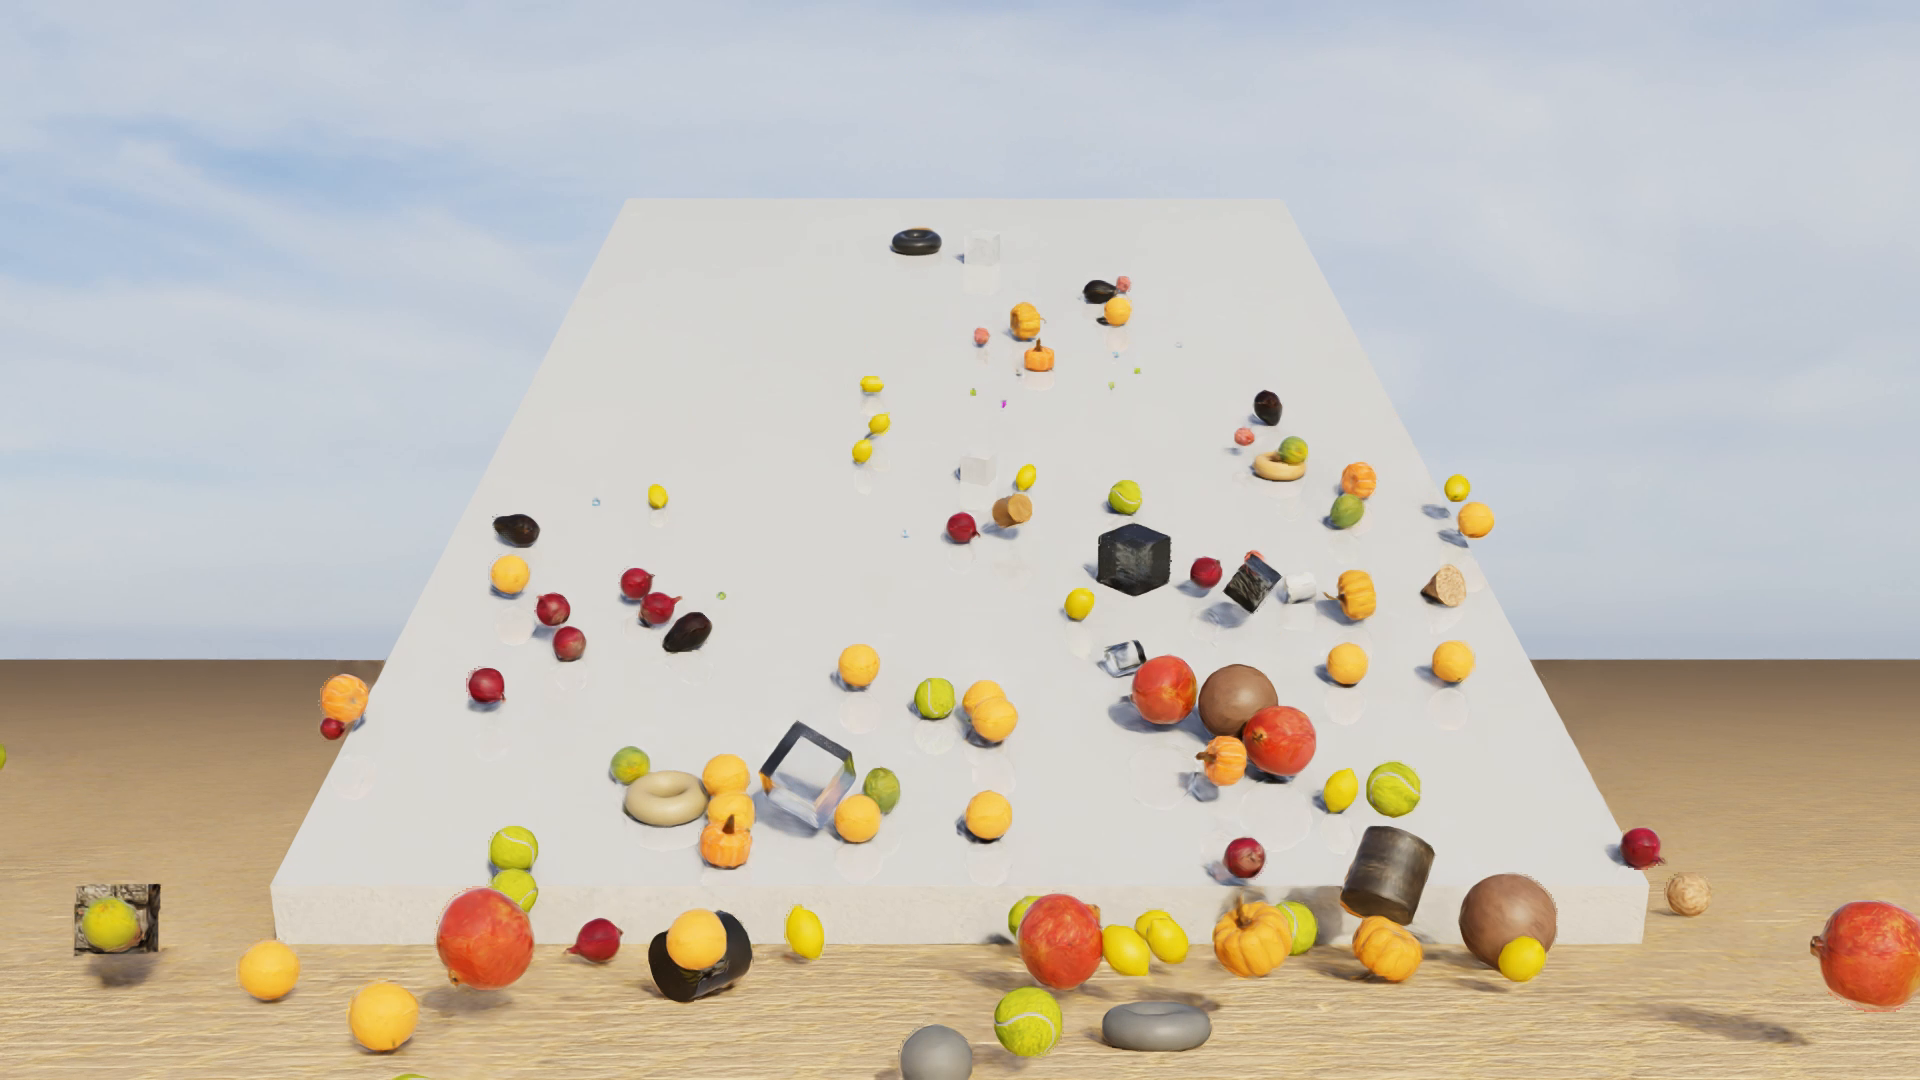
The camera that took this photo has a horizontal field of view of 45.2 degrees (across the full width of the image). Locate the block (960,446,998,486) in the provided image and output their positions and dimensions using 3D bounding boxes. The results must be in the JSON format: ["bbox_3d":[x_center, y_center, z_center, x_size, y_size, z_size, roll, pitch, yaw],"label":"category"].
[{"bbox_3d":[0.040,-0.155,4.837,0.059,0.059,0.059,9,24,21],"label":"block"}]

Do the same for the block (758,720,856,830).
[{"bbox_3d":[-0.225,0.349,3.423,0.098,0.098,0.098,29,-24,17],"label":"block"}]

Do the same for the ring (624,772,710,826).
[{"bbox_3d":[-0.449,0.396,3.538,0.130,0.043,0.130,1,22,0],"label":"ring"}]

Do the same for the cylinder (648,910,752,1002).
[{"bbox_3d":[-0.321,0.514,2.849,0.090,0.090,0.090,-2,8,41],"label":"cylinder"}]

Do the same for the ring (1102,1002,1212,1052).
[{"bbox_3d":[0.214,0.531,2.516,0.120,0.040,0.120,0,-1,0],"label":"ring"}]

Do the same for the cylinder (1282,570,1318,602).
[{"bbox_3d":[0.628,0.085,4.262,0.052,0.052,0.052,-13,-3,-1],"label":"cylinder"}]

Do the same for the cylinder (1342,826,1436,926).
[{"bbox_3d":[0.575,0.451,3.097,0.099,0.099,0.099,21,-25,10],"label":"cylinder"}]

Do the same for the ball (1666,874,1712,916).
[{"bbox_3d":[1.183,0.576,3.744,0.069,0.069,0.069,0,-3,0],"label":"ball"}]

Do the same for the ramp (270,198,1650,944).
[{"bbox_3d":[-0.007,-0.224,5.209,2.000,0.100,4.000,0,23,0],"label":"ramp"}]

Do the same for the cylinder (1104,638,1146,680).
[{"bbox_3d":[0.285,0.204,3.978,0.054,0.054,0.054,-32,-1,-3],"label":"cylinder"}]

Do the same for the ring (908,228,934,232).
[{"bbox_3d":[-0.117,-0.872,6.591,0.089,0.030,0.089,-1,22,1],"label":"ring"}]

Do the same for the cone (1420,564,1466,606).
[{"bbox_3d":[0.884,0.090,4.286,0.079,0.079,0.079,2,-9,-33],"label":"cone"}]

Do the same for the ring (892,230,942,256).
[{"bbox_3d":[-0.121,-0.837,6.485,0.143,0.048,0.143,-1,24,0],"label":"ring"}]

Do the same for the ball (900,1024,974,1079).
[{"bbox_3d":[-0.022,0.501,2.213,0.070,0.070,0.070,0,-3,0],"label":"ball"}]

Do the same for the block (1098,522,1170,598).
[{"bbox_3d":[0.327,0.037,4.332,0.096,0.096,0.096,-19,30,-39],"label":"block"}]

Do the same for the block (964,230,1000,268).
[{"bbox_3d":[0.061,-0.804,6.364,0.080,0.080,0.080,7,24,17],"label":"block"}]

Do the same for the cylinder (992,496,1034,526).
[{"bbox_3d":[0.103,-0.058,4.512,0.058,0.058,0.058,2,-2,-34],"label":"cylinder"}]

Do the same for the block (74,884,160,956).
[{"bbox_3d":[-1.102,0.495,3.016,0.089,0.089,0.089,0,-9,-9],"label":"block"}]

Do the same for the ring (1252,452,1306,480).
[{"bbox_3d":[0.676,-0.157,4.873,0.114,0.038,0.114,0,22,0],"label":"ring"}]

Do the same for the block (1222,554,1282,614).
[{"bbox_3d":[0.520,0.078,4.101,0.066,0.066,0.066,38,26,8],"label":"block"}]
